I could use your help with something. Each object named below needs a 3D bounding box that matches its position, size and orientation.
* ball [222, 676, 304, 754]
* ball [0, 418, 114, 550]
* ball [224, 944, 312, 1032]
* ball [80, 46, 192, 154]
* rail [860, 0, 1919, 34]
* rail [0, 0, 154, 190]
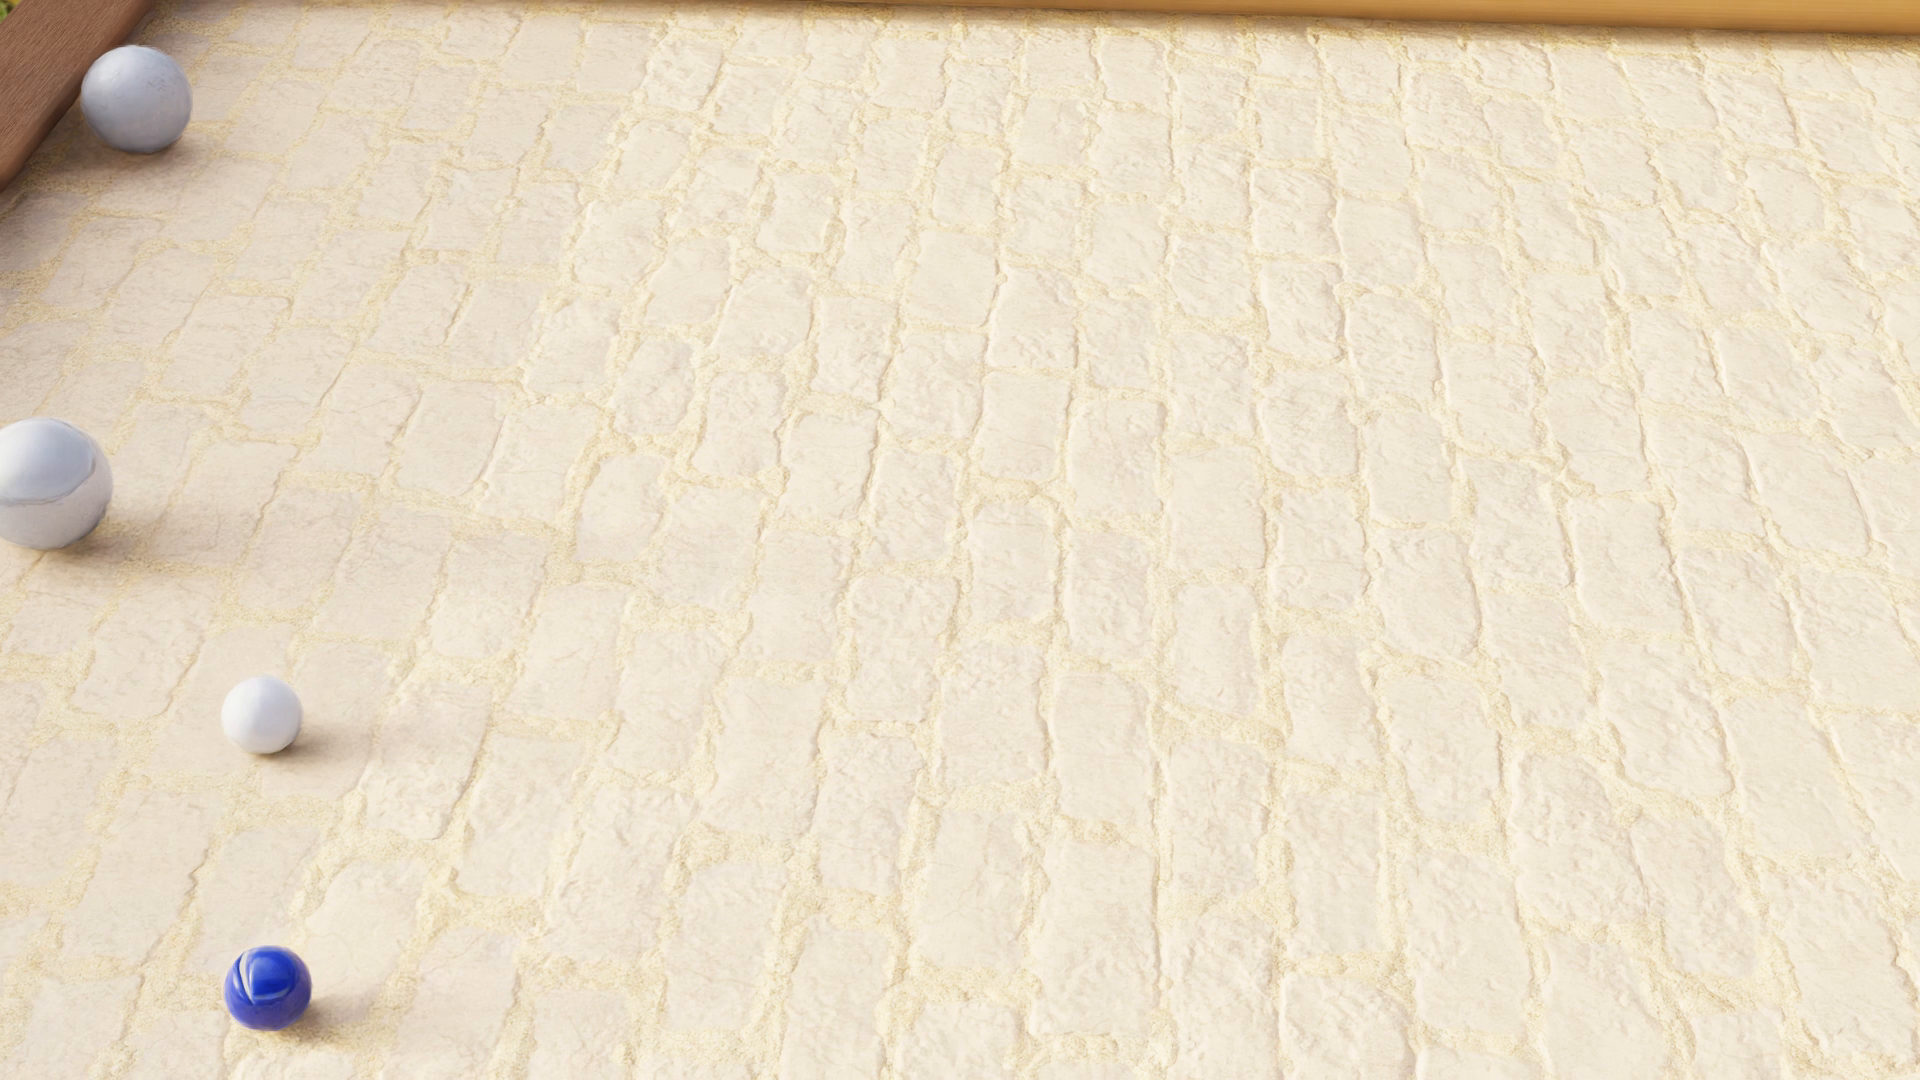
[{"bbox_3d":[-0.440,0.110,1.619,0.050,0.050,0.050,0,36,0],"label":"ball"},{"bbox_3d":[-0.640,-0.039,1.791,0.093,0.093,0.093,0,36,0],"label":"ball"},{"bbox_3d":[-0.385,0.249,1.426,0.048,0.048,0.048,0,36,0],"label":"ball"},{"bbox_3d":[-0.733,-0.392,2.283,0.095,0.095,0.095,0,36,0],"label":"ball"},{"bbox_3d":[0.949,-0.532,2.452,3.521,0.126,0.045,3,36,4],"label":"rail"},{"bbox_3d":[-0.854,-0.063,1.794,0.045,0.126,1.930,3,36,4],"label":"rail"}]
